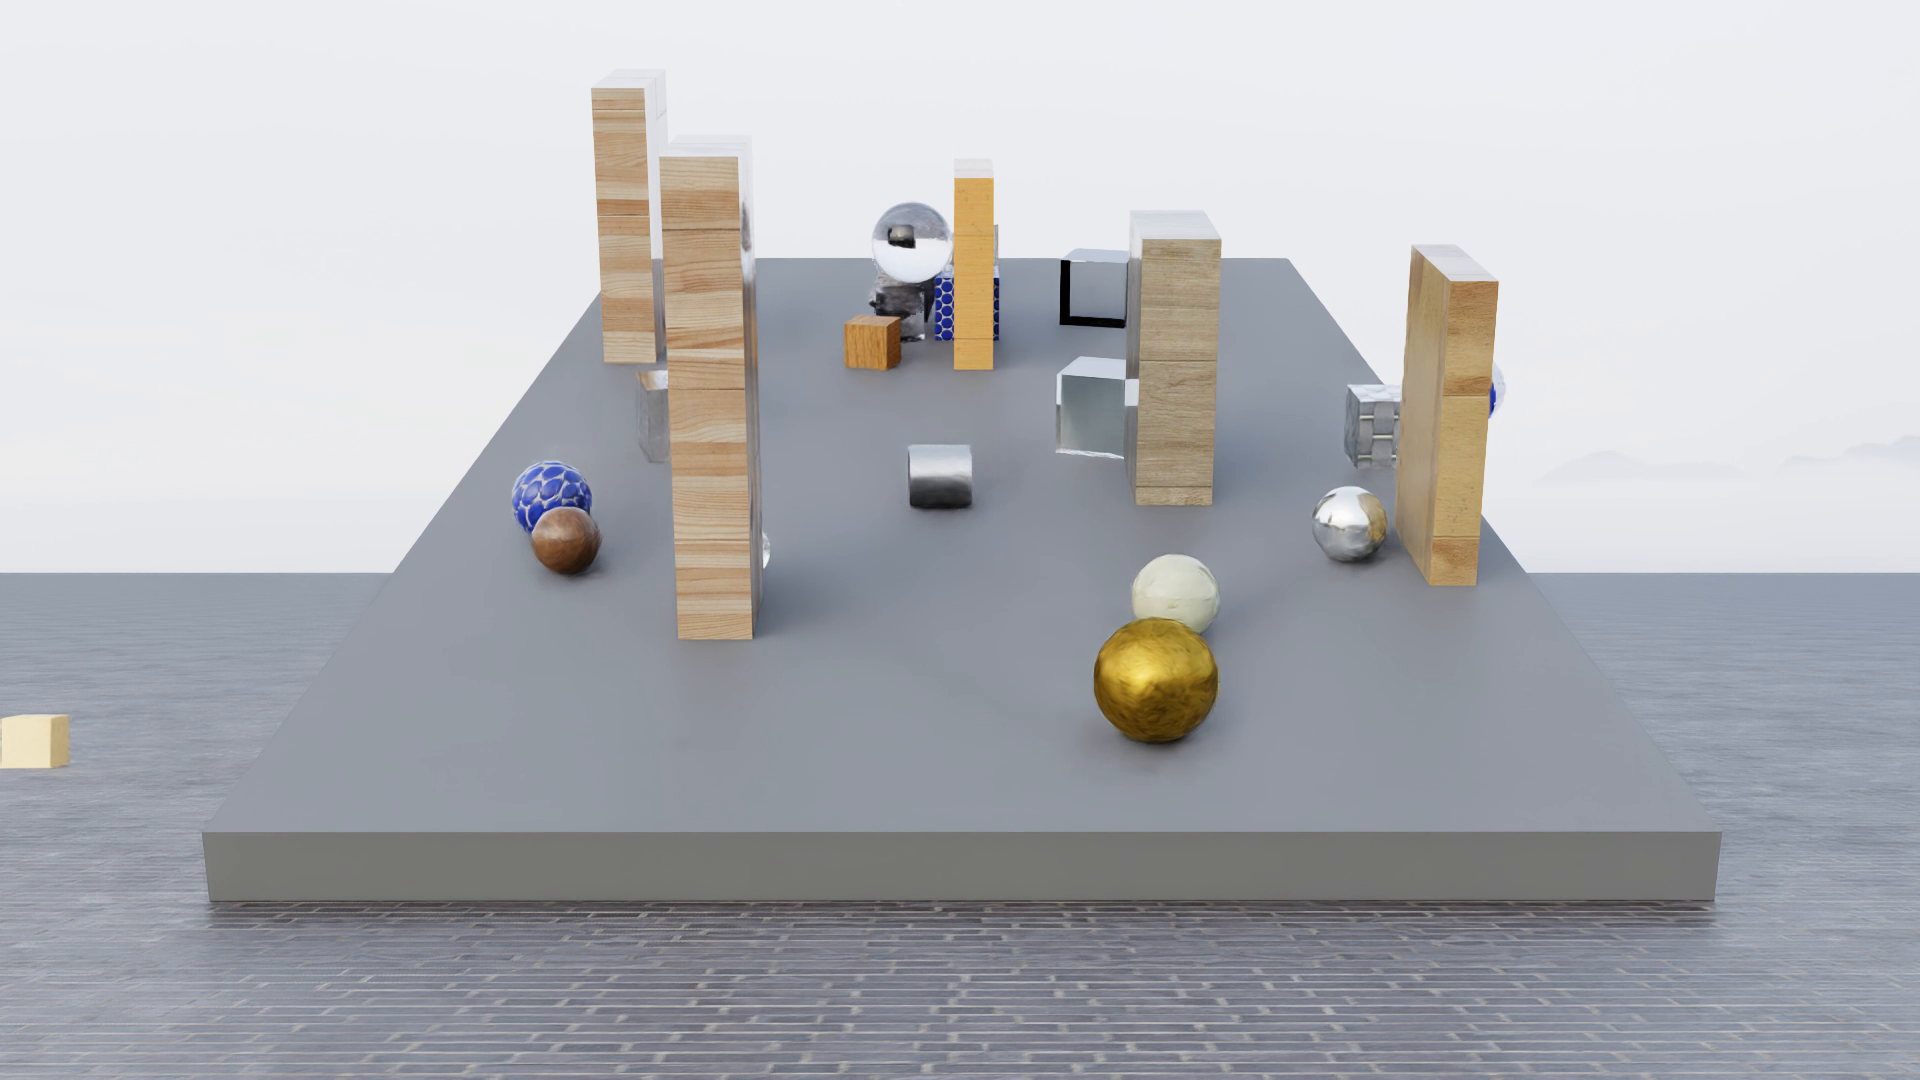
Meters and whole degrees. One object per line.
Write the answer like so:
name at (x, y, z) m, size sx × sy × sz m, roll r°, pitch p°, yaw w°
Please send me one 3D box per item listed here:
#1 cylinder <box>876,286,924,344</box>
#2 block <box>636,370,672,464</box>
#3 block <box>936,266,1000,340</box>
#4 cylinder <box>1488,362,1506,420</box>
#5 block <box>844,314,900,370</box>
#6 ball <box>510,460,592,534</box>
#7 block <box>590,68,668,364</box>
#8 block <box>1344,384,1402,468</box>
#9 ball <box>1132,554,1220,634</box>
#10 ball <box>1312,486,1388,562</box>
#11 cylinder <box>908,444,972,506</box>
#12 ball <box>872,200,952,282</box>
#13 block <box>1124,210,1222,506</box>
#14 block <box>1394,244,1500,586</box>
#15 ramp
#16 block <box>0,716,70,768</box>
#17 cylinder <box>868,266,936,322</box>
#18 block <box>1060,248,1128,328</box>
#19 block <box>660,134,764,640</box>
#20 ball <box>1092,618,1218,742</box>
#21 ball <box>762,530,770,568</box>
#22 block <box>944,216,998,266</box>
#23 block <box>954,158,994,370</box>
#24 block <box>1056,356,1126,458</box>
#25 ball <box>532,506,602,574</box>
cylinder at (-0.152, -0.576, 5.697) m, size 0.124 × 0.124 × 0.124 m, roll 0°, pitch 18°, yaw 0°
block at (-0.584, -0.260, 4.667) m, size 0.158 × 0.158 × 0.158 m, roll -5°, pitch 19°, yaw -15°
block at (0.018, -0.609, 5.738) m, size 0.162 × 0.162 × 0.162 m, roll 0°, pitch 18°, yaw 0°
cylinder at (1.228, -0.359, 5.457) m, size 0.180 × 0.180 × 0.180 m, roll 0°, pitch 10°, yaw 21°
block at (-0.212, -0.480, 5.428) m, size 0.107 × 0.107 × 0.107 m, roll 6°, pitch 19°, yaw 17°
ball at (-0.751, -0.073, 4.111) m, size 0.146 × 0.146 × 0.146 m, roll 0°, pitch -1°, yaw 0°
block at (-0.804, -0.809, 5.540) m, size 0.125 × 0.662 × 0.407 m, roll 0°, pitch 18°, yaw 0°
block at (0.881, -0.235, 4.623) m, size 0.142 × 0.142 × 0.142 m, roll 0°, pitch 18°, yaw -2°
ball at (0.347, 0.093, 3.609) m, size 0.142 × 0.142 × 0.142 m, roll 0°, pitch -1°, yaw 0°
ball at (0.696, -0.029, 3.997) m, size 0.135 × 0.135 × 0.135 m, roll 0°, pitch -1°, yaw 0°
cylinder at (-0.040, -0.124, 4.313) m, size 0.118 × 0.118 × 0.118 m, roll -1°, pitch -1°, yaw -3°
ball at (-0.121, -0.752, 5.644) m, size 0.205 × 0.205 × 0.205 m, roll 0°, pitch -1°, yaw 0°
block at (0.414, -0.364, 4.404) m, size 0.148 × 0.520 × 0.321 m, roll 0°, pitch 18°, yaw 0°
block at (0.855, -0.227, 3.961) m, size 0.080 × 0.536 × 0.335 m, roll 0°, pitch 18°, yaw 0°
ramp at (-0.003, -0.186, 4.859) m, size 2.000 × 0.100 × 4.000 m, roll 0°, pitch 18°, yaw 0°
block at (-2.059, 0.448, 4.979) m, size 0.109 × 0.109 × 0.109 m, roll 0°, pitch -1°, yaw -2°
cylinder at (-0.139, -0.674, 5.843) m, size 0.163 × 0.163 × 0.163 m, roll 17°, pitch -3°, yaw 1°
block at (0.368, -0.664, 5.893) m, size 0.172 × 0.172 × 0.172 m, roll 5°, pitch 19°, yaw 15°
block at (-0.397, -0.247, 3.620) m, size 0.120 × 0.780 × 0.240 m, roll 0°, pitch 18°, yaw 0°
ball at (0.281, 0.201, 3.215) m, size 0.180 × 0.180 × 0.180 m, roll 0°, pitch -1°, yaw 0°
ball at (-0.385, 0.018, 3.890) m, size 0.109 × 0.109 × 0.109 m, roll 0°, pitch -1°, yaw 0°
block at (-0.025, -0.792, 6.260) m, size 0.187 × 0.187 × 0.187 m, roll -17°, pitch 24°, yaw -41°
block at (0.032, -0.678, 5.466) m, size 0.094 × 0.461 × 0.313 m, roll 0°, pitch 18°, yaw 0°
block at (0.309, -0.280, 4.713) m, size 0.169 × 0.169 × 0.169 m, roll 6°, pitch 19°, yaw 18°
ball at (-0.691, 0.000, 3.927) m, size 0.120 × 0.120 × 0.120 m, roll 0°, pitch -1°, yaw 0°
